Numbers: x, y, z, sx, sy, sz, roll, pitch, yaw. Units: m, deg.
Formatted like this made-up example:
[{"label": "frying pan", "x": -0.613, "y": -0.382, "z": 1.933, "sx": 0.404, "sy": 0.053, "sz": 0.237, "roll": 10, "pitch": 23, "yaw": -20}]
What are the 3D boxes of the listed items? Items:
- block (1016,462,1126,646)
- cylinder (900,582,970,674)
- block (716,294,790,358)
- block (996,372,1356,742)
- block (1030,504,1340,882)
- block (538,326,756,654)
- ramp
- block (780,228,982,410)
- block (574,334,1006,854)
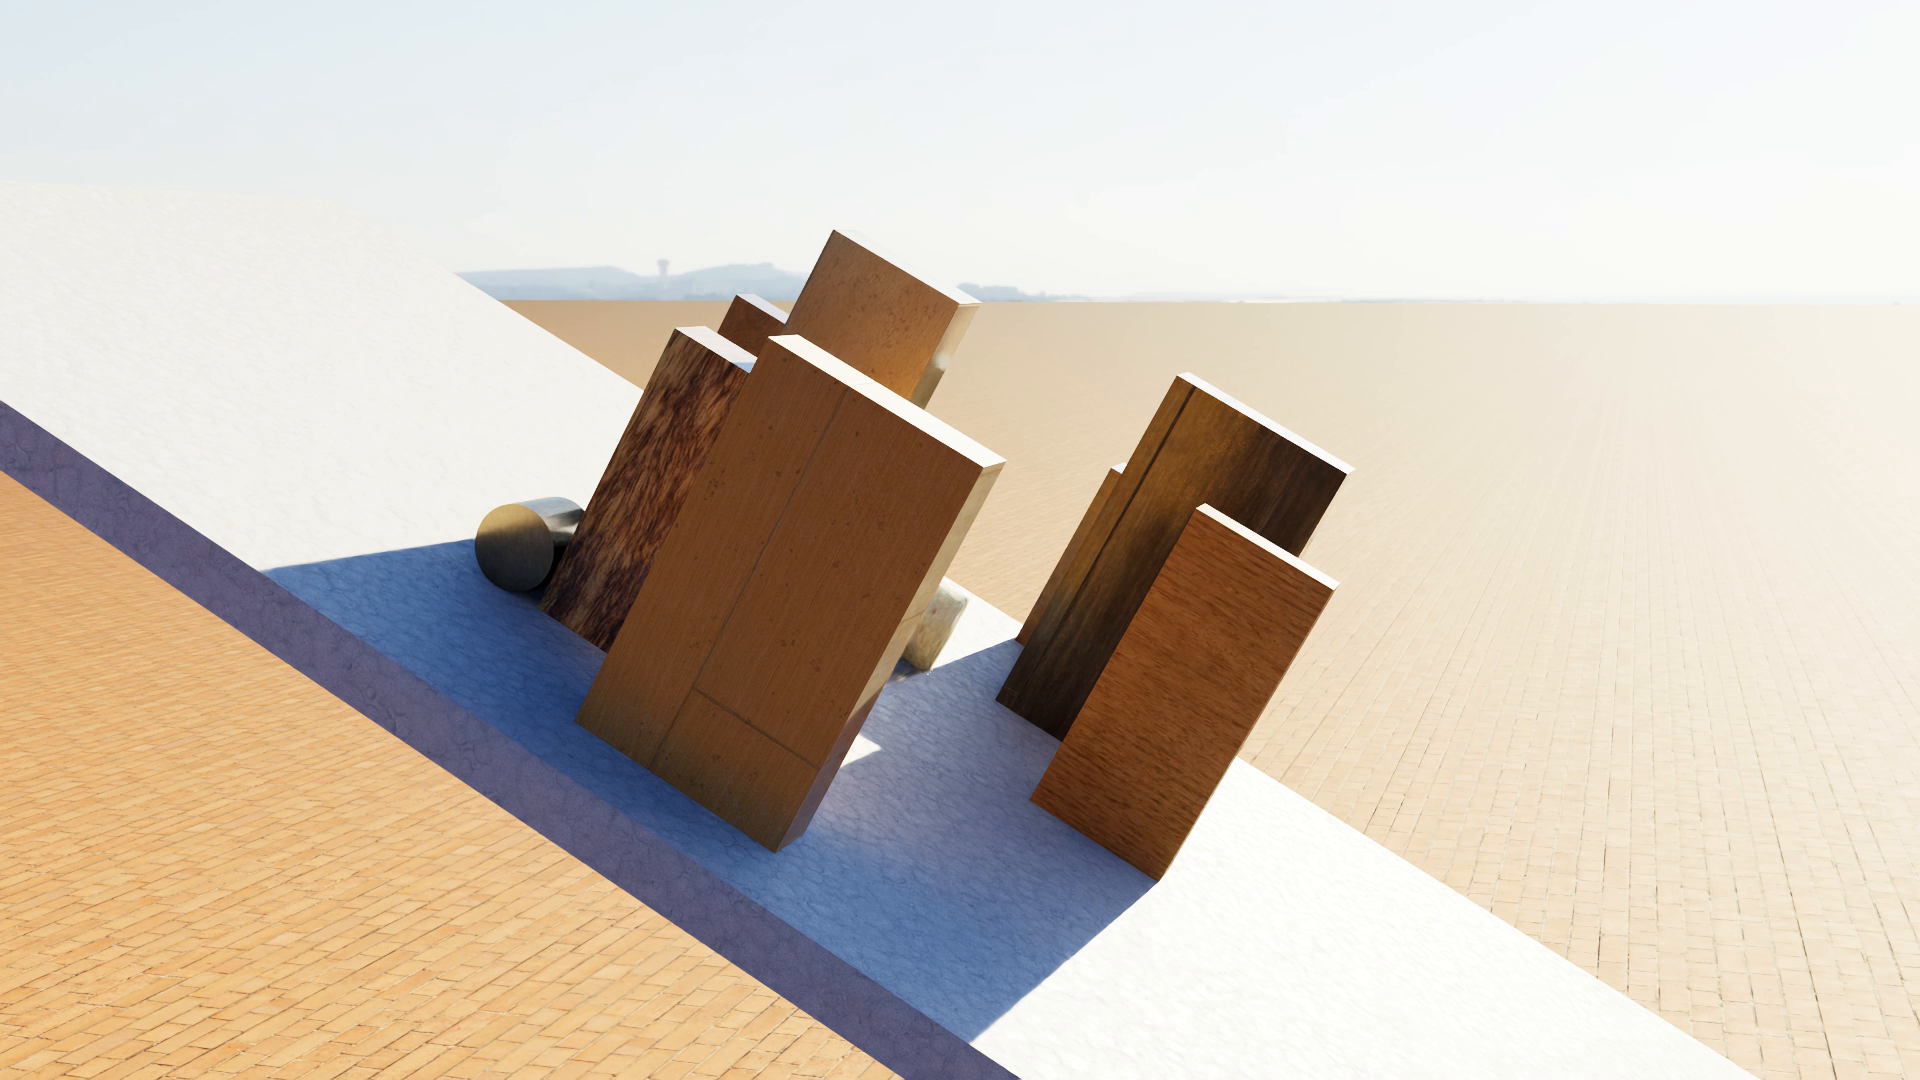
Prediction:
[{"label": "block", "x": 0.357, "y": 0.093, "z": 4.903, "sx": 0.266, "sy": 0.451, "sz": 0.129, "roll": 31, "pitch": 15, "yaw": 11}, {"label": "cylinder", "x": -0.099, "y": 0.148, "z": 4.415, "sx": 0.175, "sy": 0.175, "sz": 0.175, "roll": 30, "pitch": 10, "yaw": 4}, {"label": "block", "x": -0.414, "y": -0.190, "z": 4.322, "sx": 0.290, "sy": 0.505, "sz": 0.092, "roll": 31, "pitch": 15, "yaw": 11}, {"label": "block", "x": 0.424, "y": 0.093, "z": 4.401, "sx": 0.382, "sy": 0.761, "sz": 0.120, "roll": 31, "pitch": 15, "yaw": 11}, {"label": "block", "x": 0.402, "y": 0.278, "z": 3.984, "sx": 0.280, "sy": 0.629, "sz": 0.084, "roll": 31, "pitch": 15, "yaw": 11}, {"label": "block", "x": -0.430, "y": -0.035, "z": 3.679, "sx": 0.342, "sy": 0.542, "sz": 0.122, "roll": 31, "pitch": 15, "yaw": 11}, {"label": "ramp", "x": -0.202, "y": 0.334, "z": 4.137, "sx": 4.000, "sy": 0.100, "sz": 2.000, "roll": 31, "pitch": 15, "yaw": 11}, {"label": "block", "x": -0.271, "y": -0.114, "z": 3.734, "sx": 0.249, "sy": 0.797, "sz": 0.121, "roll": 31, "pitch": 15, "yaw": 11}, {"label": "block", "x": -0.262, "y": 0.081, "z": 3.319, "sx": 0.377, "sy": 0.676, "sz": 0.119, "roll": 31, "pitch": 15, "yaw": 11}]
